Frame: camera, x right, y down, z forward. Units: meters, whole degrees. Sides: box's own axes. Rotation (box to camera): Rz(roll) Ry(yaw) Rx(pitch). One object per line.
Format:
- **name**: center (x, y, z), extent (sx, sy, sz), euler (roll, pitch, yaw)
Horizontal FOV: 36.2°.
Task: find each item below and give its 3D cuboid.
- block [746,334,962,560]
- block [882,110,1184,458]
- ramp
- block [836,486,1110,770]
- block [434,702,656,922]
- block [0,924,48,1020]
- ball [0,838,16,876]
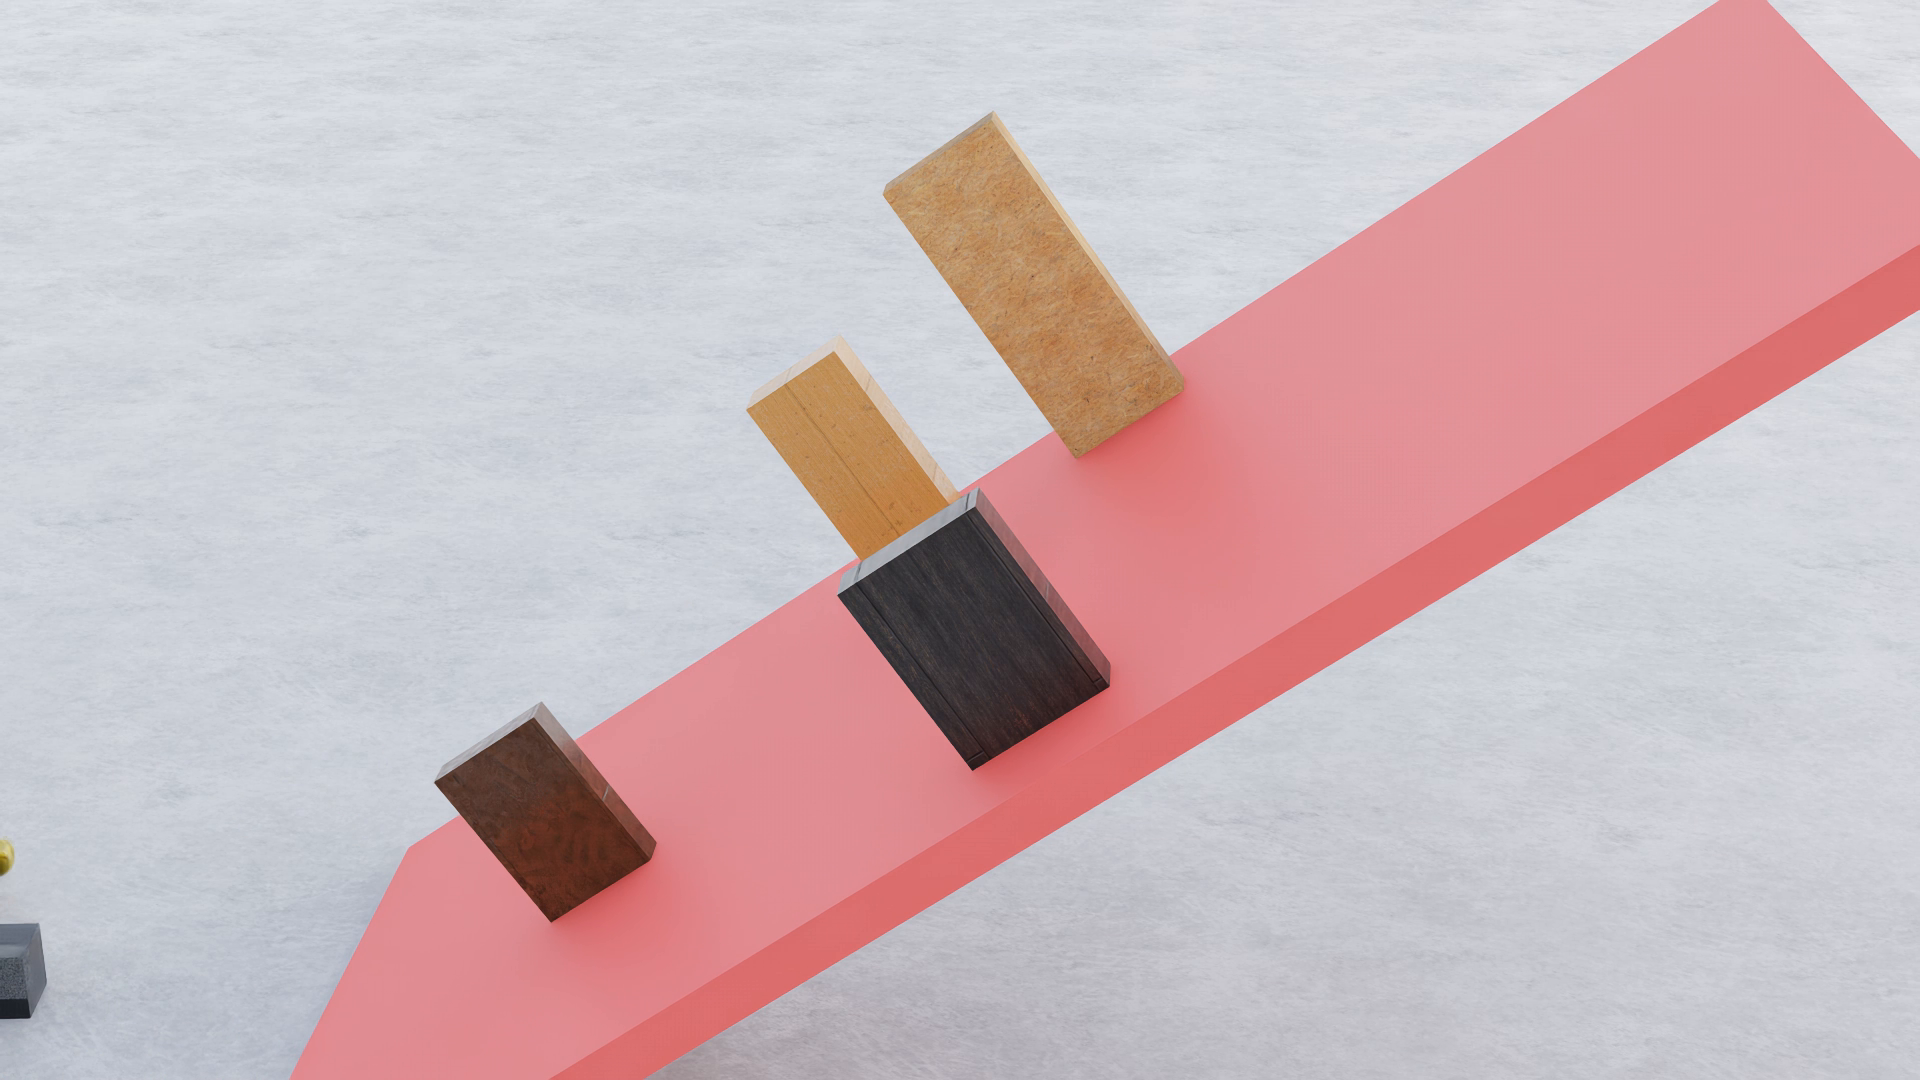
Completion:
- **block**: center (-0.183, -0.126, 6.505), extent (0.240, 0.627, 0.123), euler (-33, 16, 15)
- **block**: center (0.174, -0.582, 6.782), extent (0.304, 0.772, 0.094), euler (-33, 16, 15)
- **ramp**: center (0.135, 0.175, 6.308), extent (4.000, 0.100, 2.000), euler (-33, 16, 15)
- **block**: center (0.029, 0.169, 5.539), extent (0.316, 0.436, 0.105), euler (-33, 16, 15)
- **block**: center (-0.899, 0.593, 6.391), extent (0.279, 0.410, 0.082), euler (-33, 16, 15)
- **block**: center (-2.332, 1.047, 7.144), extent (0.168, 0.168, 0.168), euler (-1, 22, -3)
- **ball**: center (-2.550, 0.836, 7.756), extent (0.111, 0.111, 0.111), euler (0, 22, 0)
